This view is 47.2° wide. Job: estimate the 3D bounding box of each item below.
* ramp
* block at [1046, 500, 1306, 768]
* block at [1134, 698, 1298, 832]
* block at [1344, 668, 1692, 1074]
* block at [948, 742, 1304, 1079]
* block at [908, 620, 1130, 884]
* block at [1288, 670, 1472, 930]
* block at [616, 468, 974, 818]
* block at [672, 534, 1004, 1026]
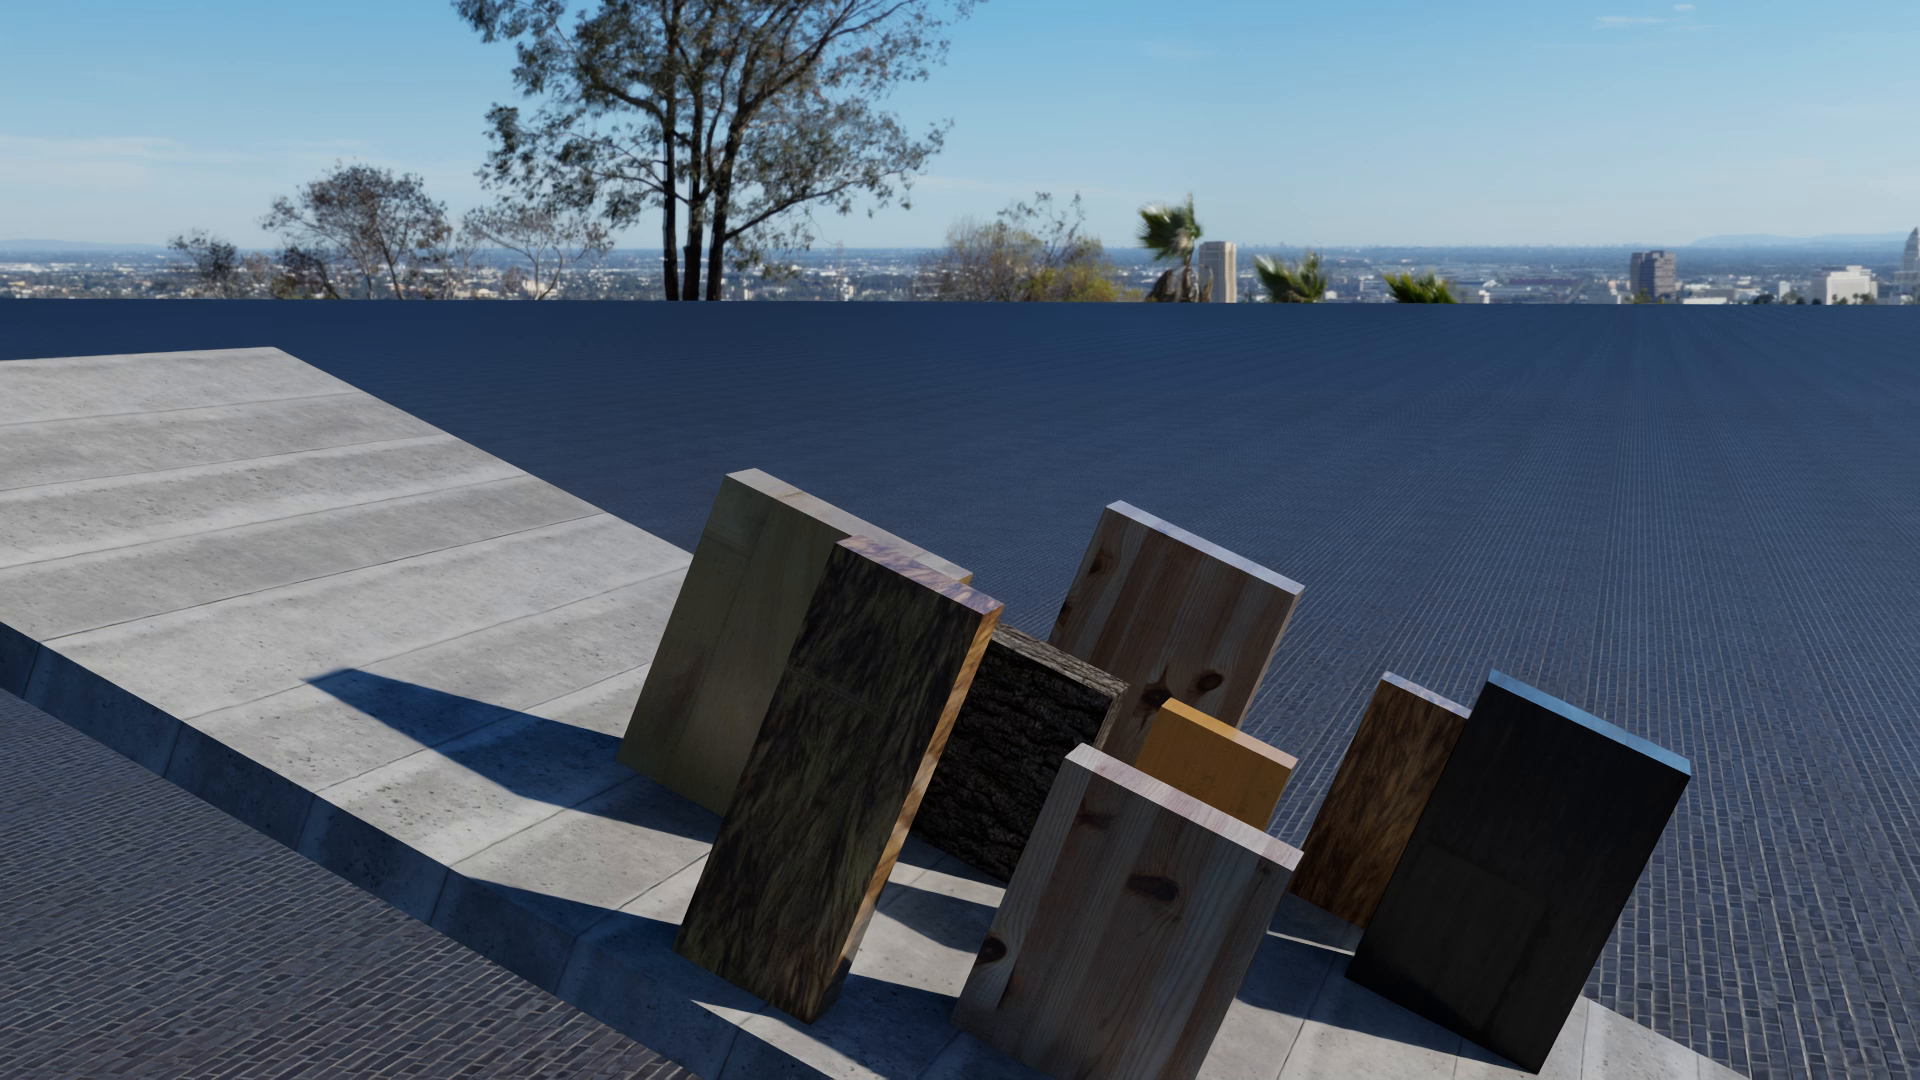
[{"bbox_3d":[-0.293,0.511,4.186,4.000,0.100,2.000,26,13,13],"label":"ramp"},{"bbox_3d":[0.374,0.301,4.492,0.418,0.641,0.131,26,13,13],"label":"block"},{"bbox_3d":[0.384,0.548,3.894,0.248,0.471,0.084,26,13,13],"label":"block"},{"bbox_3d":[1.077,0.640,4.270,0.406,0.657,0.143,26,13,13],"label":"block"},{"bbox_3d":[0.254,0.616,3.400,0.380,0.473,0.112,26,13,13],"label":"block"},{"bbox_3d":[0.049,0.381,4.142,0.393,0.411,0.145,26,13,13],"label":"block"},{"bbox_3d":[0.983,0.599,4.621,0.427,0.504,0.100,26,13,13],"label":"block"},{"bbox_3d":[-0.295,0.225,3.861,0.441,0.560,0.135,26,13,13],"label":"block"},{"bbox_3d":[-0.184,0.355,3.253,0.242,0.681,0.109,26,13,13],"label":"block"}]
